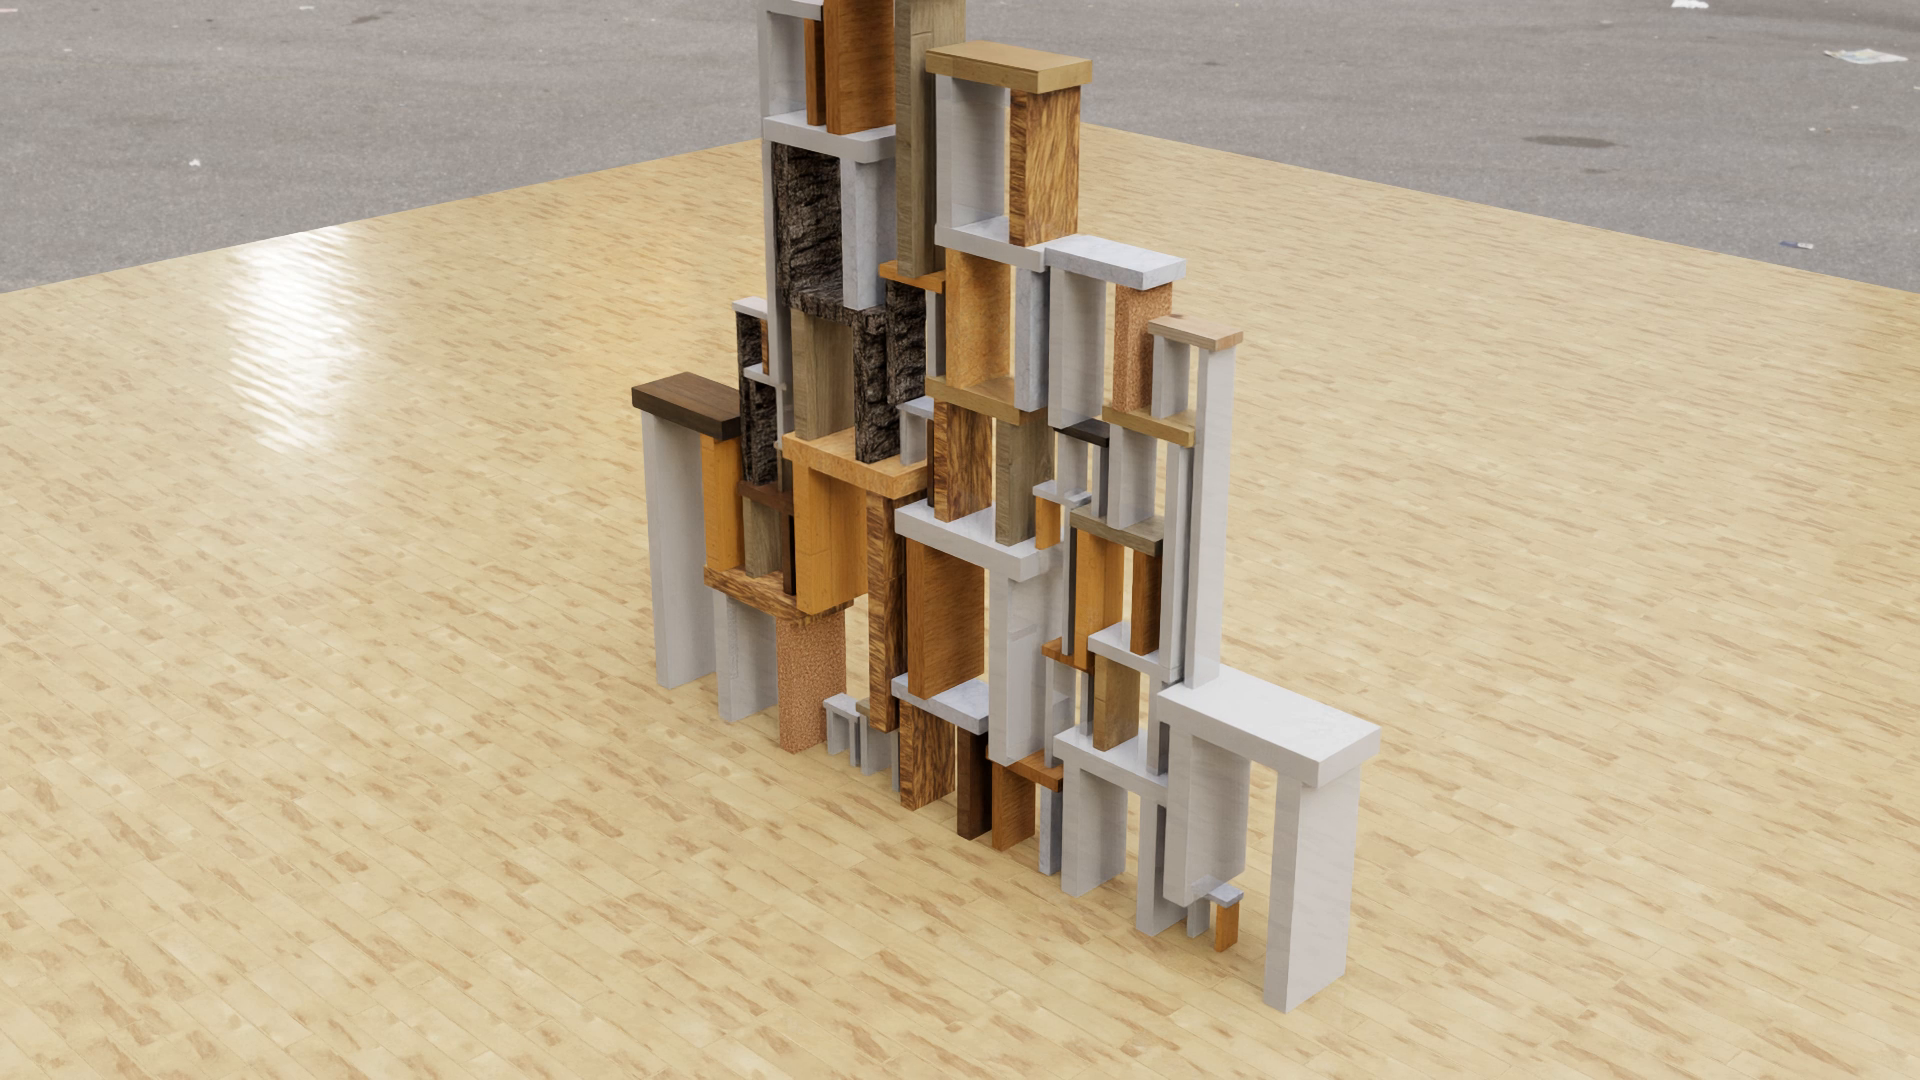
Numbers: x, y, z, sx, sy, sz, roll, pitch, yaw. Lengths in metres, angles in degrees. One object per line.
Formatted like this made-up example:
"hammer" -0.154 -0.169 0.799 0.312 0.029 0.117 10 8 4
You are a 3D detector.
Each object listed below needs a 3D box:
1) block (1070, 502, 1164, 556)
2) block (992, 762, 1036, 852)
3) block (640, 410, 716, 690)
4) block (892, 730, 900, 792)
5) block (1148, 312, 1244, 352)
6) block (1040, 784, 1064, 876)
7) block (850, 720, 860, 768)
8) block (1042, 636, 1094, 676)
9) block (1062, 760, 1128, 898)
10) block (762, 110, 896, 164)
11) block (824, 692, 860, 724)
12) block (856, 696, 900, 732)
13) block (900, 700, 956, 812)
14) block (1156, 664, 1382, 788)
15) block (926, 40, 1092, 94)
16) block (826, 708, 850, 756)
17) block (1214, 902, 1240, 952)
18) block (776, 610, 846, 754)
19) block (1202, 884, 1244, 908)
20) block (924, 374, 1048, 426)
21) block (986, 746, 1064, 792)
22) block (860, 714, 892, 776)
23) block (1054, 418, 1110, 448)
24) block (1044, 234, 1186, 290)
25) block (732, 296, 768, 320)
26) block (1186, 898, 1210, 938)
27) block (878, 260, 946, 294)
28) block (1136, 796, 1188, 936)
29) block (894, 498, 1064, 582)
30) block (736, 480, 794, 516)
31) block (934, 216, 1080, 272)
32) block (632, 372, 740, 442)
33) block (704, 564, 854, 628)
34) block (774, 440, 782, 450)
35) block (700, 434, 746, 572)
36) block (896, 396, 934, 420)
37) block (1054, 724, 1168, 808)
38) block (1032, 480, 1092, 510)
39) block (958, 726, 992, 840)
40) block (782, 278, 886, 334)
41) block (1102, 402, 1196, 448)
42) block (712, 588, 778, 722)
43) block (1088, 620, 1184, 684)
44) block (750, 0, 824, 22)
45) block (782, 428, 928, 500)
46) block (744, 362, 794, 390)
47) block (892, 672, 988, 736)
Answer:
"block" 0.301 -0.025 3.892 0.198 0.028 0.099 21 31 41
"block" 0.106 0.508 4.320 0.095 0.191 0.027 -21 31 -41
"block" -0.618 0.008 4.898 0.043 0.659 0.153 21 31 41
"block" -0.109 0.443 4.536 0.071 0.141 0.020 -21 31 -41
"block" 0.391 -0.346 3.654 0.145 0.021 0.072 21 31 41
"block" 0.196 0.543 4.237 0.027 0.191 0.095 21 31 41
"block" -0.208 0.420 4.634 0.015 0.107 0.054 21 31 41
"block" 0.221 0.214 4.081 0.130 0.018 0.065 21 31 40
"block" 0.256 0.524 4.166 0.040 0.281 0.140 21 31 41
"block" -0.224 -0.763 4.137 0.143 0.040 0.285 -21 31 -40
"block" -0.233 0.354 4.634 0.107 0.015 0.054 21 31 41
"block" -0.142 0.356 4.535 0.071 0.020 0.141 -21 31 -40
"block" -0.065 0.417 4.465 0.035 0.245 0.122 21 31 41
"block" 0.527 0.314 3.779 0.348 0.049 0.174 21 31 41
"block" 0.083 -0.818 3.794 0.135 0.038 0.269 -21 31 -40
"block" -0.258 0.400 4.681 0.015 0.107 0.054 21 31 41
"block" 0.486 0.696 3.995 0.049 0.098 0.014 -21 31 -41
"block" -0.315 0.288 4.686 0.044 0.310 0.155 21 31 41
"block" 0.461 0.635 3.994 0.098 0.014 0.049 21 31 41
"block" 0.063 -0.270 4.043 0.121 0.034 0.242 -21 31 -40
"block" 0.151 0.425 4.236 0.095 0.027 0.191 -21 31 -40
"block" -0.175 0.417 4.597 0.020 0.141 0.071 21 31 41
"block" 0.231 -0.194 3.886 0.124 0.018 0.062 21 31 40
"block" 0.263 -0.473 3.740 0.222 0.031 0.111 21 31 40
"block" -0.403 -0.469 4.459 0.116 0.016 0.058 21 31 40
"block" 0.439 0.678 4.038 0.014 0.098 0.049 21 31 41
"block" -0.064 -0.492 4.075 0.164 0.023 0.082 21 31 40
"block" 0.389 0.576 4.044 0.040 0.281 0.140 21 31 41
"block" 0.051 -0.013 4.164 0.166 0.047 0.333 -21 31 -40
"block" -0.371 -0.097 4.581 0.092 0.026 0.184 -21 31 -40
"block" 0.092 -0.530 3.901 0.130 0.037 0.260 -21 31 -40
"block" -0.546 -0.288 4.694 0.153 0.043 0.306 -21 31 -40
"block" -0.388 0.097 4.684 0.155 0.044 0.310 -21 31 -40
"block" -0.334 -0.190 4.513 0.093 0.013 0.046 21 31 40
"block" -0.474 -0.099 4.696 0.153 0.306 0.043 -22 31 -40
"block" -0.063 -0.253 4.190 0.113 0.016 0.056 20 31 40
"block" 0.322 0.402 4.042 0.281 0.040 0.140 21 31 41
"block" 0.187 -0.083 3.983 0.103 0.015 0.052 21 31 40
"block" 0.050 0.462 4.359 0.035 0.245 0.122 21 31 41
"block" -0.206 -0.458 4.248 0.134 0.038 0.268 -21 31 -40
"block" 0.347 -0.206 3.756 0.096 0.027 0.193 -21 31 -41
"block" -0.461 0.231 4.820 0.044 0.310 0.155 21 31 41
"block" 0.333 0.199 3.942 0.193 0.027 0.096 21 31 41
"block" -0.290 -1.001 4.106 0.197 0.028 0.099 21 31 40
"block" -0.184 -0.165 4.353 0.163 0.046 0.326 -22 31 -40
"block" -0.374 -0.335 4.485 0.129 0.018 0.064 21 31 39
"block" -0.008 0.311 4.357 0.245 0.035 0.122 21 31 41
